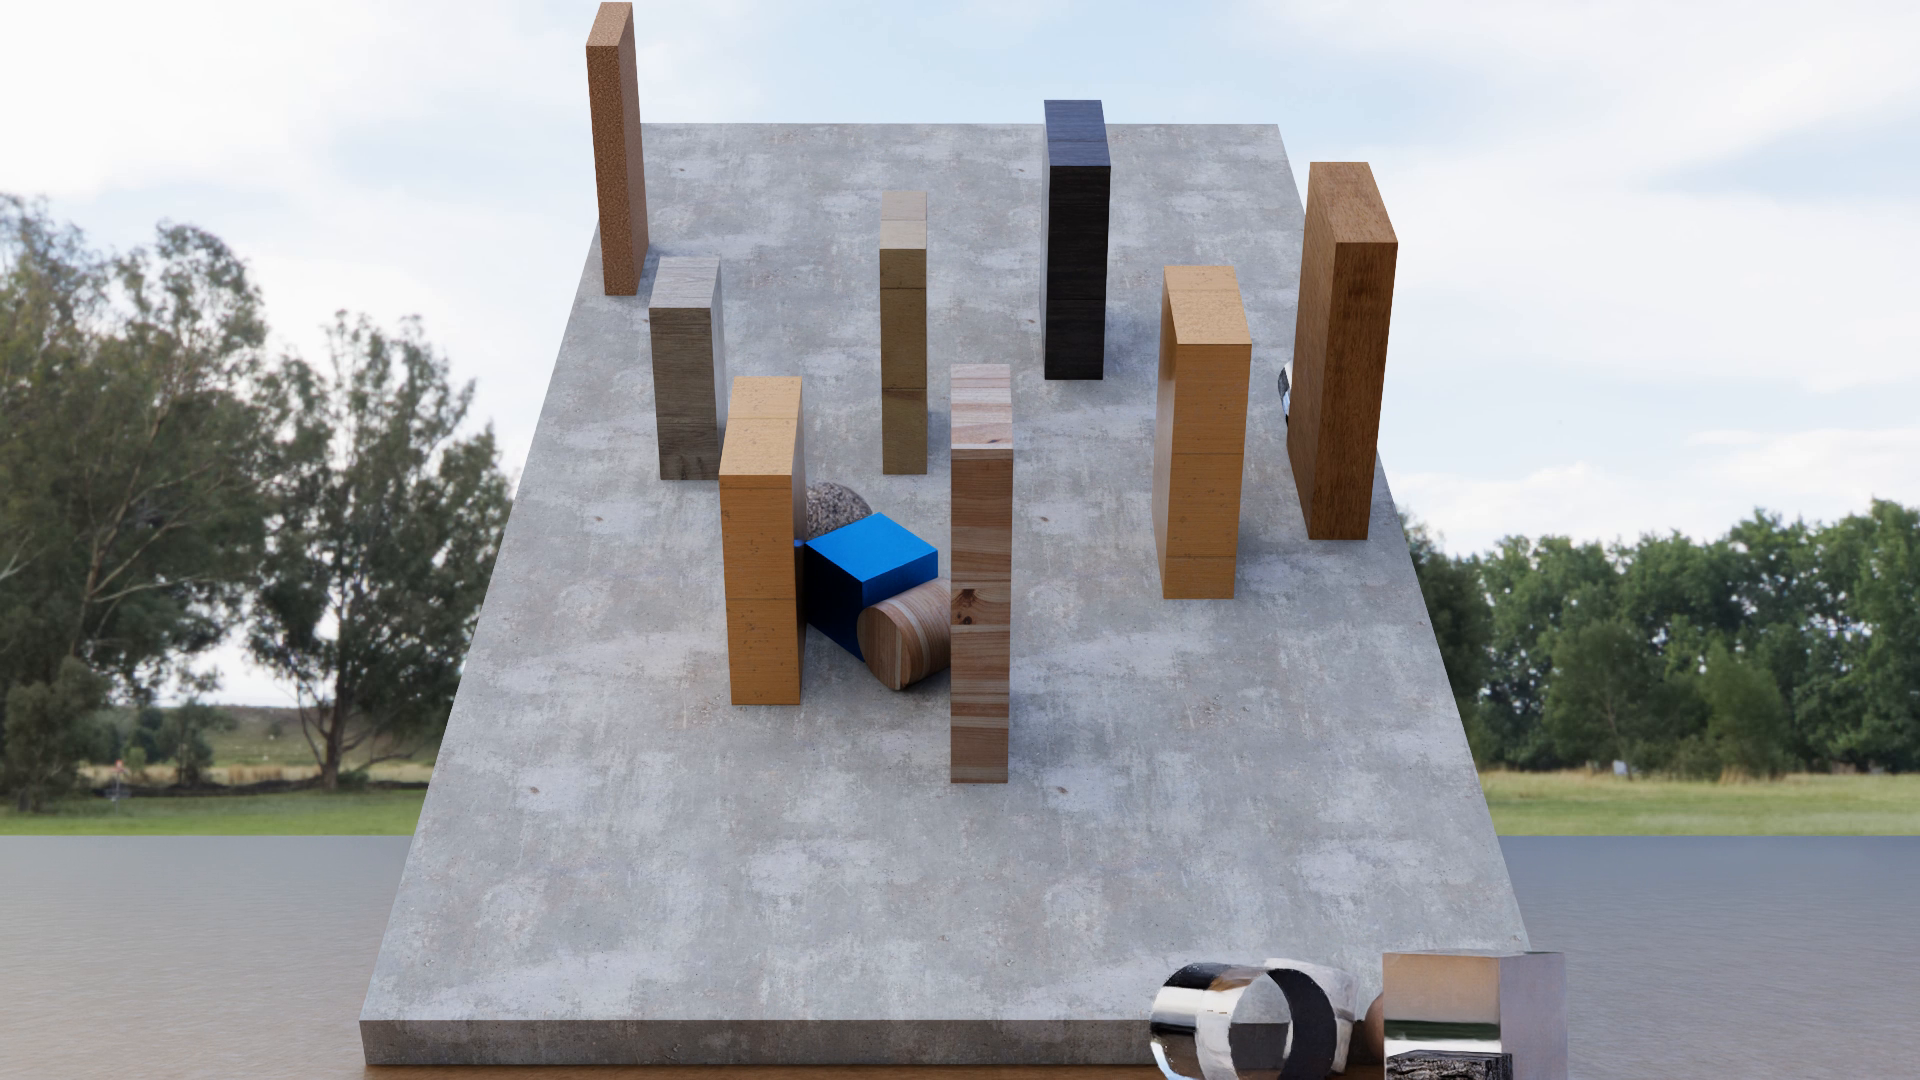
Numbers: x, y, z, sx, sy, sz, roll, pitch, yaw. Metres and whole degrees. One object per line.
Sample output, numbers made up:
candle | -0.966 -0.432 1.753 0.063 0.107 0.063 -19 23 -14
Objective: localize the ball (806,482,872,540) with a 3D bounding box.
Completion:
ball | -0.284 -0.019 5.224 0.209 0.209 0.209 0 -7 0

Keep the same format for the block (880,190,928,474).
block | -0.127 -0.478 5.630 0.102 0.571 0.319 0 31 0

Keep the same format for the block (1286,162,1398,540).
block | 0.838 -0.419 5.398 0.129 0.719 0.428 0 31 0

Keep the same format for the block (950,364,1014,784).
block | 0.037 0.068 4.586 0.109 0.729 0.323 0 31 0

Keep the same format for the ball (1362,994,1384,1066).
ball | 0.730 0.799 3.978 0.142 0.142 0.142 0 -7 0

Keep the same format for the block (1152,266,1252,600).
block | 0.508 -0.229 5.192 0.149 0.608 0.368 0 31 0

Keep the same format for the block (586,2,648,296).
block | -0.898 -1.027 6.411 0.082 0.689 0.330 0 31 0

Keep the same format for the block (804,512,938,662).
block | -0.183 0.096 5.050 0.195 0.195 0.195 -23 38 -33

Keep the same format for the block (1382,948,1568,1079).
block | 0.802 0.746 3.794 0.205 0.205 0.205 -6 -9 42

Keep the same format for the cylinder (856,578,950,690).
cylinder | -0.085 0.188 4.918 0.177 0.177 0.177 -23 7 -33

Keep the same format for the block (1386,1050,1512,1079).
block | 0.599 0.690 2.974 0.121 0.121 0.121 -4 -8 28

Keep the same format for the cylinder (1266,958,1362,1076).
cylinder | 0.557 0.770 3.937 0.156 0.156 0.156 12 -14 3

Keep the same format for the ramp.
ramp | -0.014 -0.196 5.813 2.000 0.100 4.000 0 31 0

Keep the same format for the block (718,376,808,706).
block | -0.387 0.000 4.887 0.136 0.529 0.398 0 31 0

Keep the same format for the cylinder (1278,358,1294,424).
cylinder | 0.847 -0.336 5.795 0.164 0.164 0.164 0 31 0

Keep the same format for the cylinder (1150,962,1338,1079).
cylinder | 0.417 0.726 3.596 0.196 0.196 0.196 4 -8 -30

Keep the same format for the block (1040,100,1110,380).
block | 0.282 -0.751 6.081 0.145 0.570 0.425 0 31 0

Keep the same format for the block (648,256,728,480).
block | -0.622 -0.396 5.617 0.137 0.440 0.267 0 31 0
